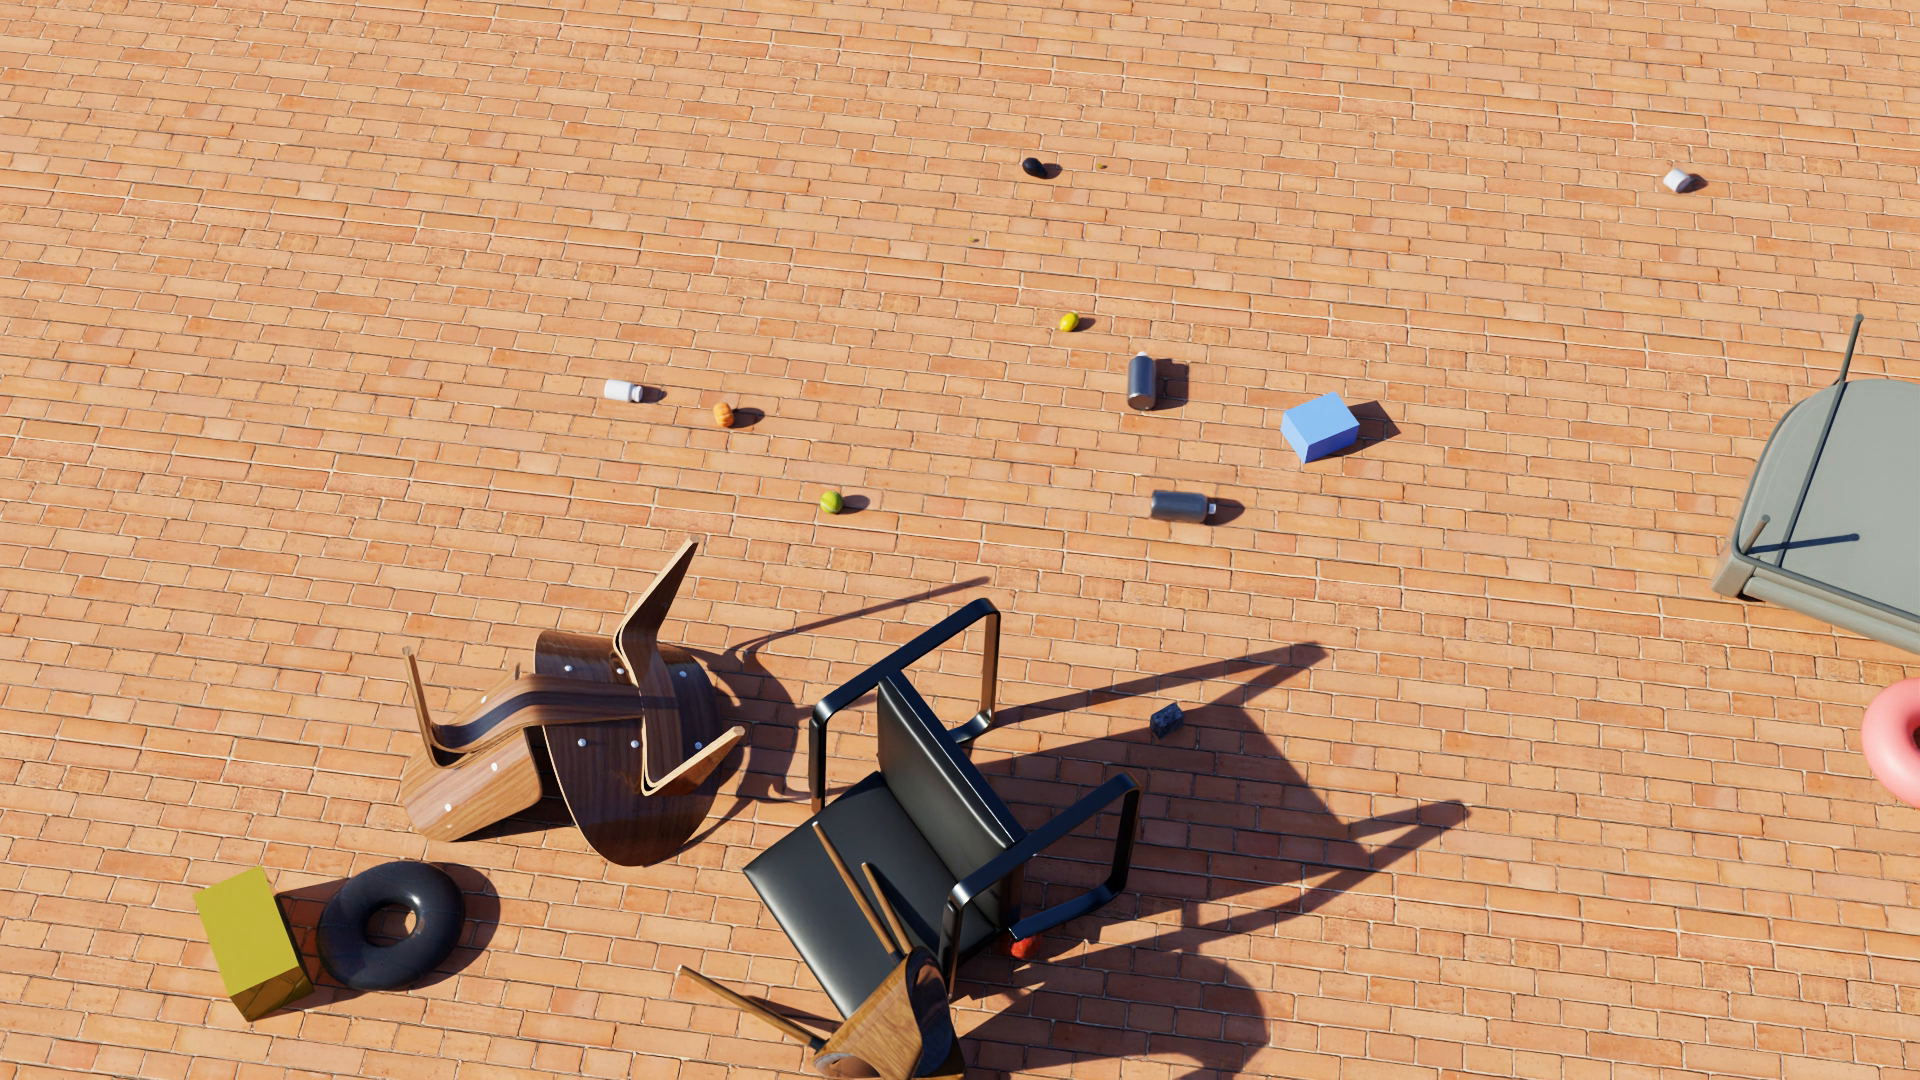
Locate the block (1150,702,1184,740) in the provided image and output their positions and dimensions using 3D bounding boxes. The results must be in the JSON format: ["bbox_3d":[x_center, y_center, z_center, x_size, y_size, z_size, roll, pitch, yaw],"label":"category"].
[{"bbox_3d":[0.583,0.509,6.192,0.082,0.067,0.049,-28,60,-17],"label":"block"}]

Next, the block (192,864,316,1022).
[{"bbox_3d":[-1.848,1.056,5.760,0.184,0.175,0.319,-23,59,-15],"label":"block"}]

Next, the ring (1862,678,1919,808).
[{"bbox_3d":[2.712,0.568,6.108,0.399,0.142,0.413,-4,57,-1],"label":"ring"}]

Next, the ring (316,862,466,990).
[{"bbox_3d":[-1.511,1.022,5.840,0.402,0.082,0.358,-28,61,-18],"label":"ring"}]

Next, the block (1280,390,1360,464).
[{"bbox_3d":[1.104,-0.346,6.748,0.181,0.096,0.143,-22,59,-14],"label":"block"}]
